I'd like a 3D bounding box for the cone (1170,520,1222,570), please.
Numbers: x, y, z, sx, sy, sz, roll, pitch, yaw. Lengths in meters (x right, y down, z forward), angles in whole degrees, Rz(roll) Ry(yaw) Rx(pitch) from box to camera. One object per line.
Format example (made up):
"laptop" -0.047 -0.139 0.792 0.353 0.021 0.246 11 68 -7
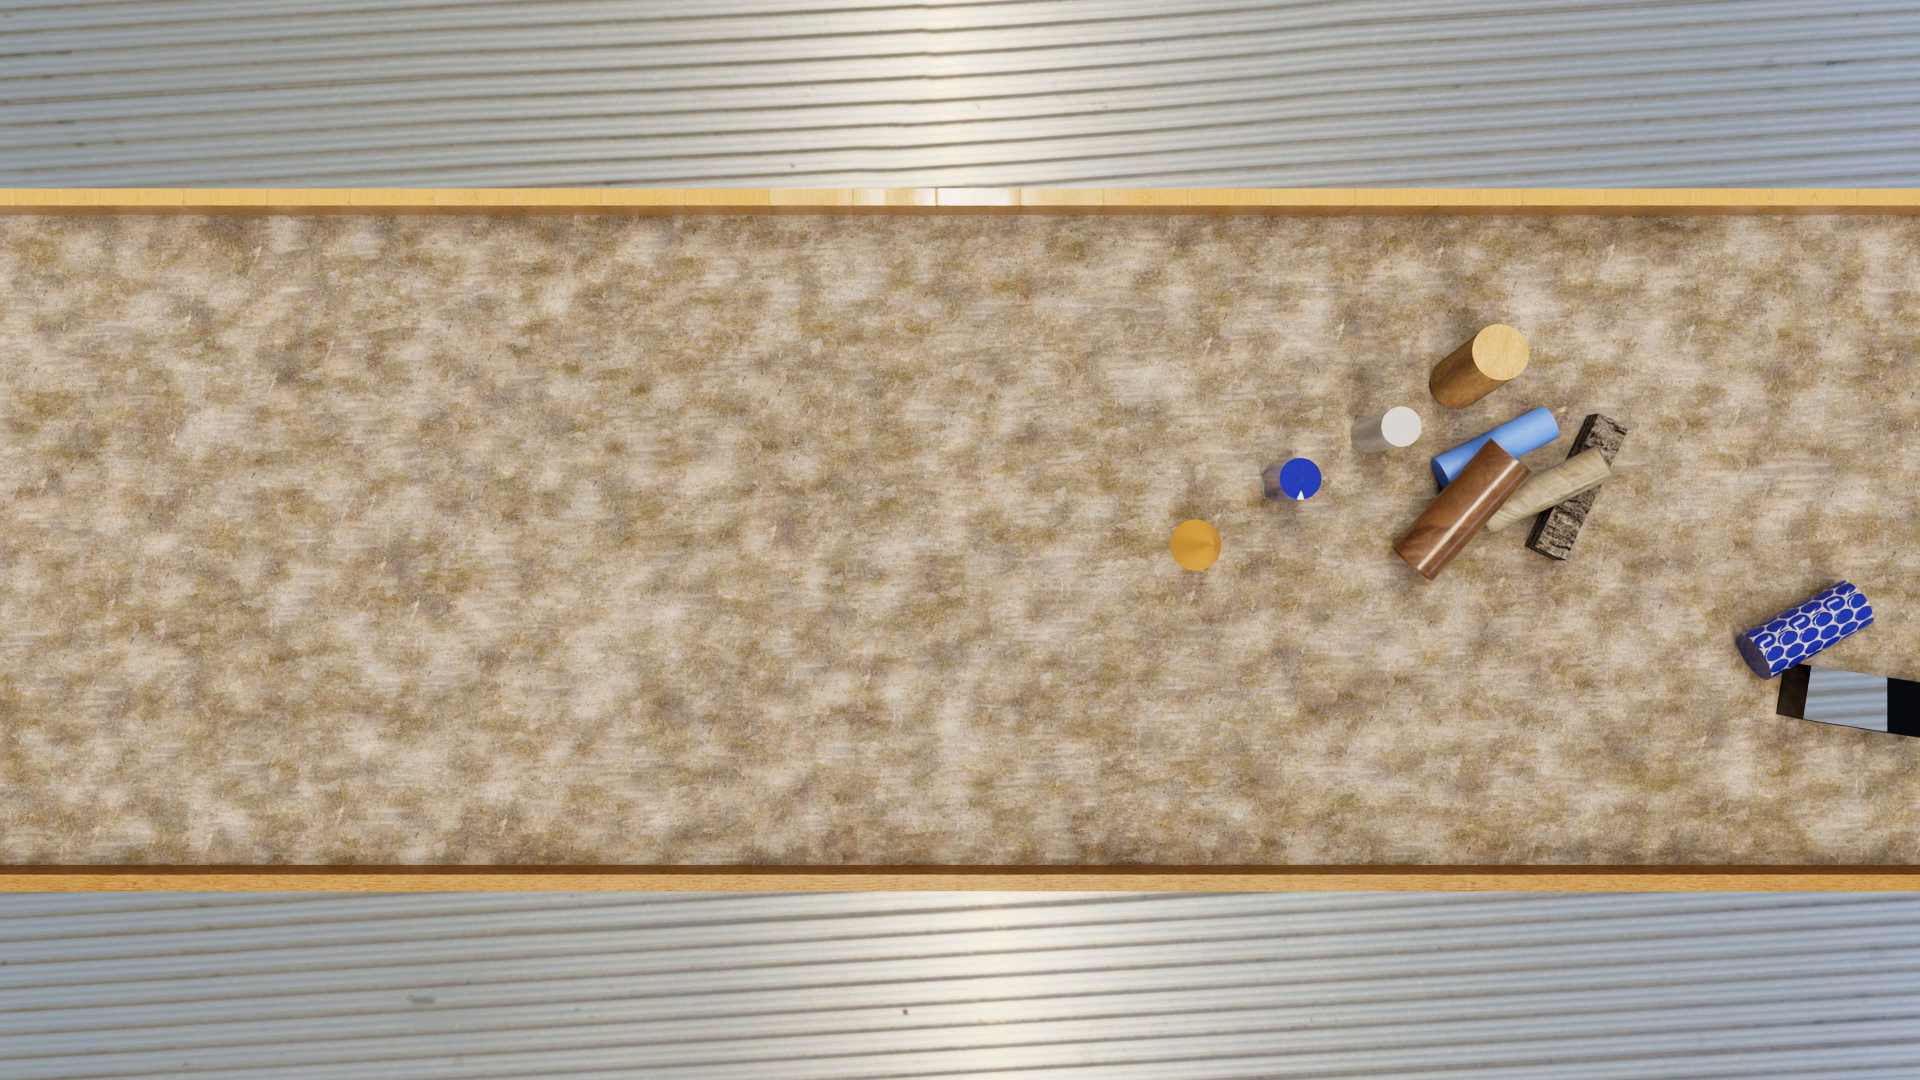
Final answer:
"cone" 0.726 0.016 4.887 0.158 0.379 0.158 0 90 0

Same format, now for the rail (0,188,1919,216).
"rail" -2.247 -1.025 5.002 12.000 0.150 0.050 0 90 0

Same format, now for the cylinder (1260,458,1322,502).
"cylinder" 0.984 -0.177 4.921 0.121 0.312 0.121 0 90 0

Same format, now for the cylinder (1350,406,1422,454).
"cylinder" 1.259 -0.324 4.890 0.114 0.374 0.114 0 90 0

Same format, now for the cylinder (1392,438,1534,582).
"cylinder" 1.502 -0.090 4.938 0.160 0.160 0.432 39 107 0

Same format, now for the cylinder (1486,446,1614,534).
"cylinder" 1.755 -0.149 4.951 0.379 0.109 0.109 -28 90 24

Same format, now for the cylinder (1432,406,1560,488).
"cylinder" 1.628 -0.279 5.022 0.367 0.109 0.109 -26 90 0

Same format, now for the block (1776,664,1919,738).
"block" 2.747 0.489 4.995 0.451 0.164 0.164 9 90 0

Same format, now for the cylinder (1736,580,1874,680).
"cylinder" 2.559 0.273 4.999 0.349 0.156 0.156 -28 90 0

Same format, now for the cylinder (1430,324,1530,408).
"cylinder" 1.530 -0.508 4.875 0.163 0.385 0.163 0 82 -2

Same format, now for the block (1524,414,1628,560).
"block" 1.878 -0.160 5.026 0.100 0.100 0.446 26 90 0

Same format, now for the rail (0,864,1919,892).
"rail" -2.247 1.025 5.001 12.000 0.150 0.050 0 90 0
